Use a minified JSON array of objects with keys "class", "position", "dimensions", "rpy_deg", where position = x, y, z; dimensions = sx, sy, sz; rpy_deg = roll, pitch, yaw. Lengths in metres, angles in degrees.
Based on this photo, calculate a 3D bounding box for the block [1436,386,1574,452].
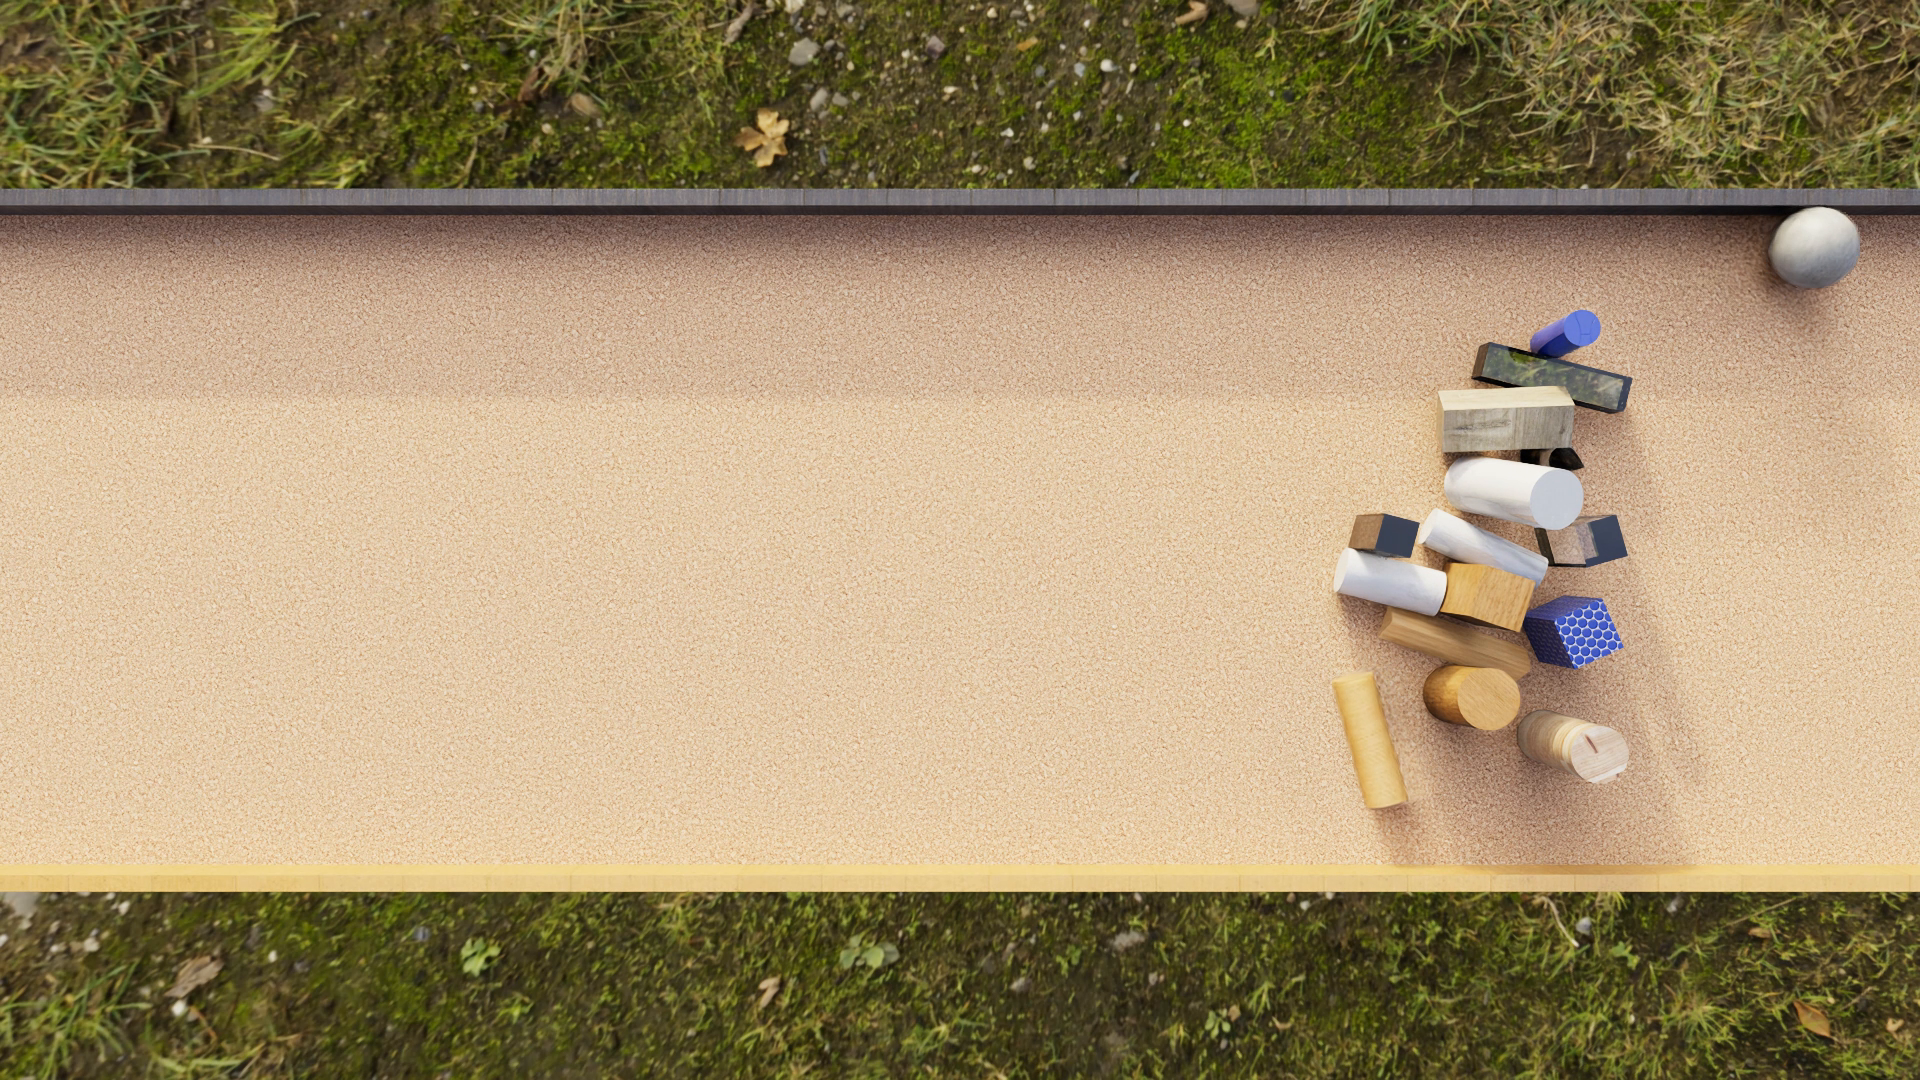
[{"class":"block","position":[1.634,-0.364,4.956],"dimensions":[0.371,0.139,0.139],"rpy_deg":[-2,119,8]}]

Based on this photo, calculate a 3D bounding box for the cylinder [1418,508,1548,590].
[{"class":"cylinder","position":[1.590,0.032,5.017],"dimensions":[0.364,0.120,0.120],"rpy_deg":[24,90,0]}]

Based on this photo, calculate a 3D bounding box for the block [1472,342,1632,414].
[{"class":"block","position":[1.800,-0.493,5.024],"dimensions":[0.444,0.105,0.105],"rpy_deg":[14,90,0]}]

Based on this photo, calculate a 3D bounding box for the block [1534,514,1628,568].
[{"class":"block","position":[1.843,0.004,4.910],"dimensions":[0.124,0.331,0.124],"rpy_deg":[-16,90,-1]}]

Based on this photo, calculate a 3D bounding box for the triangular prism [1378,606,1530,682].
[{"class":"triangular prism","position":[1.513,0.316,5.025],"dimensions":[0.442,0.099,0.114],"rpy_deg":[19,90,0]}]

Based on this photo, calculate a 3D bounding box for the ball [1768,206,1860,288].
[{"class":"ball","position":[2.565,-0.879,4.956],"dimensions":[0.242,0.242,0.242],"rpy_deg":[0,90,0]}]

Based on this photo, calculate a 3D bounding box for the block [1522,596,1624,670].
[{"class":"block","position":[1.820,0.272,4.926],"dimensions":[0.155,0.302,0.155],"rpy_deg":[-24,90,0]}]

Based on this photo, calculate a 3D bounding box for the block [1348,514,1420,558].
[{"class":"block","position":[1.258,-0.012,4.909],"dimensions":[0.106,0.336,0.106],"rpy_deg":[15,90,0]}]

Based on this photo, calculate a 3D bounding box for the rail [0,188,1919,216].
[{"class":"rail","position":[-2.247,-1.025,5.002],"dimensions":[12.000,0.150,0.050],"rpy_deg":[0,90,0]}]

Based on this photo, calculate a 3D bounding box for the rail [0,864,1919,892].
[{"class":"rail","position":[-2.247,1.025,5.001],"dimensions":[12.000,0.150,0.050],"rpy_deg":[0,90,0]}]

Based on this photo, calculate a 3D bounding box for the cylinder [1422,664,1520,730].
[{"class":"cylinder","position":[1.512,0.463,4.892],"dimensions":[0.179,0.361,0.179],"rpy_deg":[0,87,0]}]

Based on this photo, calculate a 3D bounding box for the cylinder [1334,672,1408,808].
[{"class":"cylinder","position":[1.248,0.606,5.015],"dimensions":[0.123,0.123,0.393],"rpy_deg":[-16,90,0]}]

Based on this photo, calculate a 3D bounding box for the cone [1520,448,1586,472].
[{"class":"cone","position":[1.803,-0.236,4.914],"dimensions":[0.161,0.303,0.161],"rpy_deg":[0,100,-1]}]

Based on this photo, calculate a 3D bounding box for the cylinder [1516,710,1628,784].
[{"class":"cylinder","position":[1.793,0.602,4.849],"dimensions":[0.161,0.454,0.161],"rpy_deg":[0,90,0]}]

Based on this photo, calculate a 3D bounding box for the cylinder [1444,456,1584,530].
[{"class":"cylinder","position":[1.618,-0.144,4.842],"dimensions":[0.174,0.437,0.174],"rpy_deg":[-2,98,-15]}]

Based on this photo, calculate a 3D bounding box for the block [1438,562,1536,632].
[{"class":"block","position":[1.538,0.166,4.877],"dimensions":[0.152,0.399,0.152],"rpy_deg":[18,90,0]}]

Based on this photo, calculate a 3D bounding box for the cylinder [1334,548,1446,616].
[{"class":"cylinder","position":[1.304,0.127,5.007],"dimensions":[0.303,0.140,0.140],"rpy_deg":[14,90,0]}]

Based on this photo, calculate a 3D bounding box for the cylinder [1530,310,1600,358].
[{"class":"cylinder","position":[1.795,-0.604,4.900],"dimensions":[0.104,0.346,0.104],"rpy_deg":[0,89,4]}]
